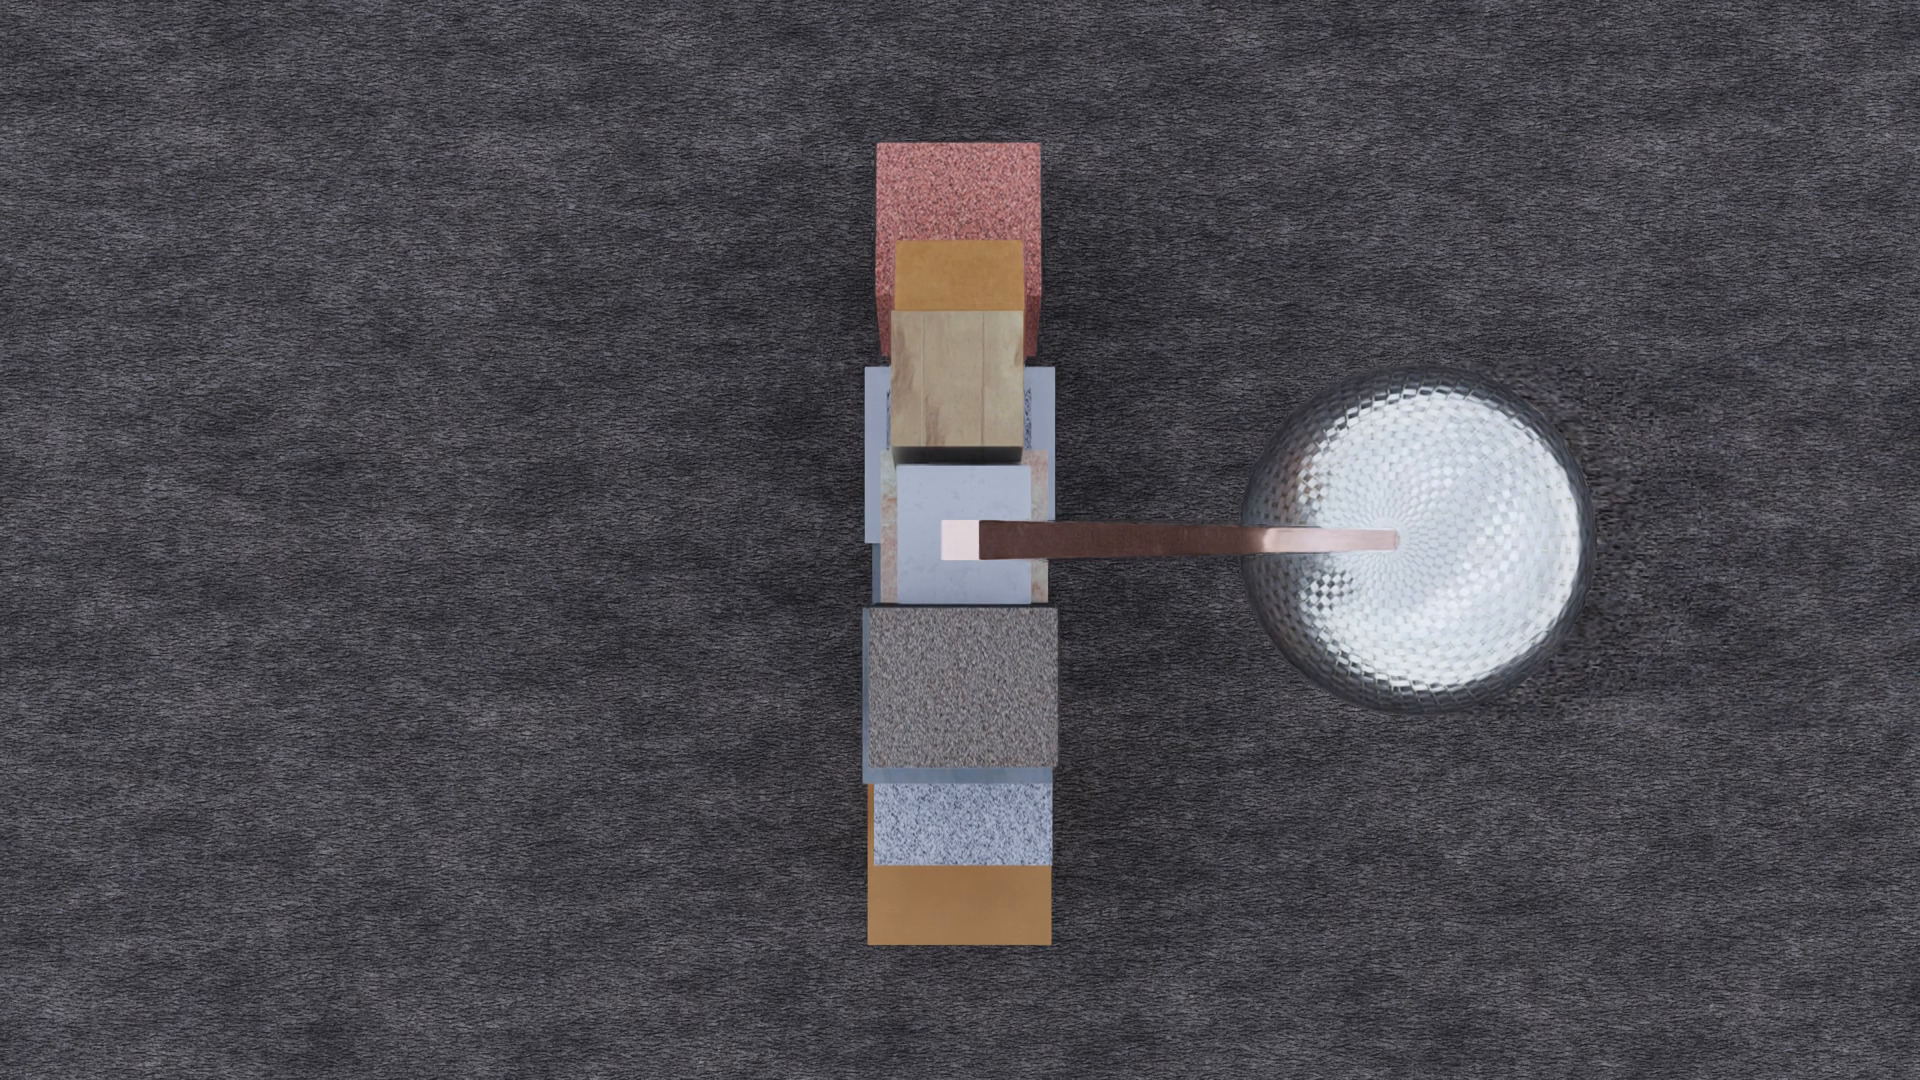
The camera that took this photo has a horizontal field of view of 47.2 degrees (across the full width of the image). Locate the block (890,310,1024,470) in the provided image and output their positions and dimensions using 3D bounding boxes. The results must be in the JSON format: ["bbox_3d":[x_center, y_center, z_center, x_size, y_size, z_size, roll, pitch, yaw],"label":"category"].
[{"bbox_3d":[-0.012,-0.639,9.538,0.556,0.586,0.582,0,82,0],"label":"block"}]

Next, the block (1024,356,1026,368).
[{"bbox_3d":[0.000,-0.972,12.548,0.724,0.904,0.834,0,90,0],"label":"block"}]

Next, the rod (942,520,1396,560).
[{"bbox_3d":[0.899,0.000,6.840,0.080,5.200,0.080,0,90,20],"label":"rod"}]

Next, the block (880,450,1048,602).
[{"bbox_3d":[0.019,-0.056,10.185,0.745,0.765,0.694,0,90,0],"label":"block"}]

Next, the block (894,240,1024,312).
[{"bbox_3d":[-0.001,-0.965,10.176,0.579,0.643,0.538,0,46,0],"label":"block"}]

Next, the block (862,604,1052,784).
[{"bbox_3d":[-0.011,0.670,9.838,0.814,0.782,0.757,0,90,0],"label":"block"}]

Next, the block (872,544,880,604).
[{"bbox_3d":[-0.003,-0.064,12.561,0.962,0.877,0.963,0,90,0],"label":"block"}]

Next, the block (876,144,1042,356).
[{"bbox_3d":[-0.007,-1.422,10.885,0.784,0.862,0.780,0,76,0],"label":"block"}]

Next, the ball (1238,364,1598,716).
[{"bbox_3d":[2.074,0.000,10.030,1.600,1.600,1.600,0,90,0],"label":"ball"}]

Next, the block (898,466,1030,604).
[{"bbox_3d":[0.018,-0.021,9.521,0.559,0.559,0.583,0,90,0],"label":"block"}]

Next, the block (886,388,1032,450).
[{"bbox_3d":[-0.004,-0.347,10.904,0.696,0.674,0.764,0,90,0],"label":"block"}]

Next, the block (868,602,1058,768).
[{"bbox_3d":[0.013,0.583,9.058,0.746,0.778,0.629,0,90,0],"label":"block"}]

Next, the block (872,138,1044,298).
[{"bbox_3d":[-0.011,-1.810,12.582,0.958,0.837,0.820,0,90,0],"label":"block"}]

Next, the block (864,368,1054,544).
[{"bbox_3d":[-0.001,-0.435,11.669,0.971,0.856,0.900,0,90,0],"label":"block"}]

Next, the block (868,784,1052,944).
[{"bbox_3d":[-0.003,1.692,12.528,1.006,0.945,1.055,0,90,0],"label":"block"}]

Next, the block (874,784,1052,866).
[{"bbox_3d":[0.015,1.102,10.704,0.829,0.955,0.825,0,90,0],"label":"block"}]
